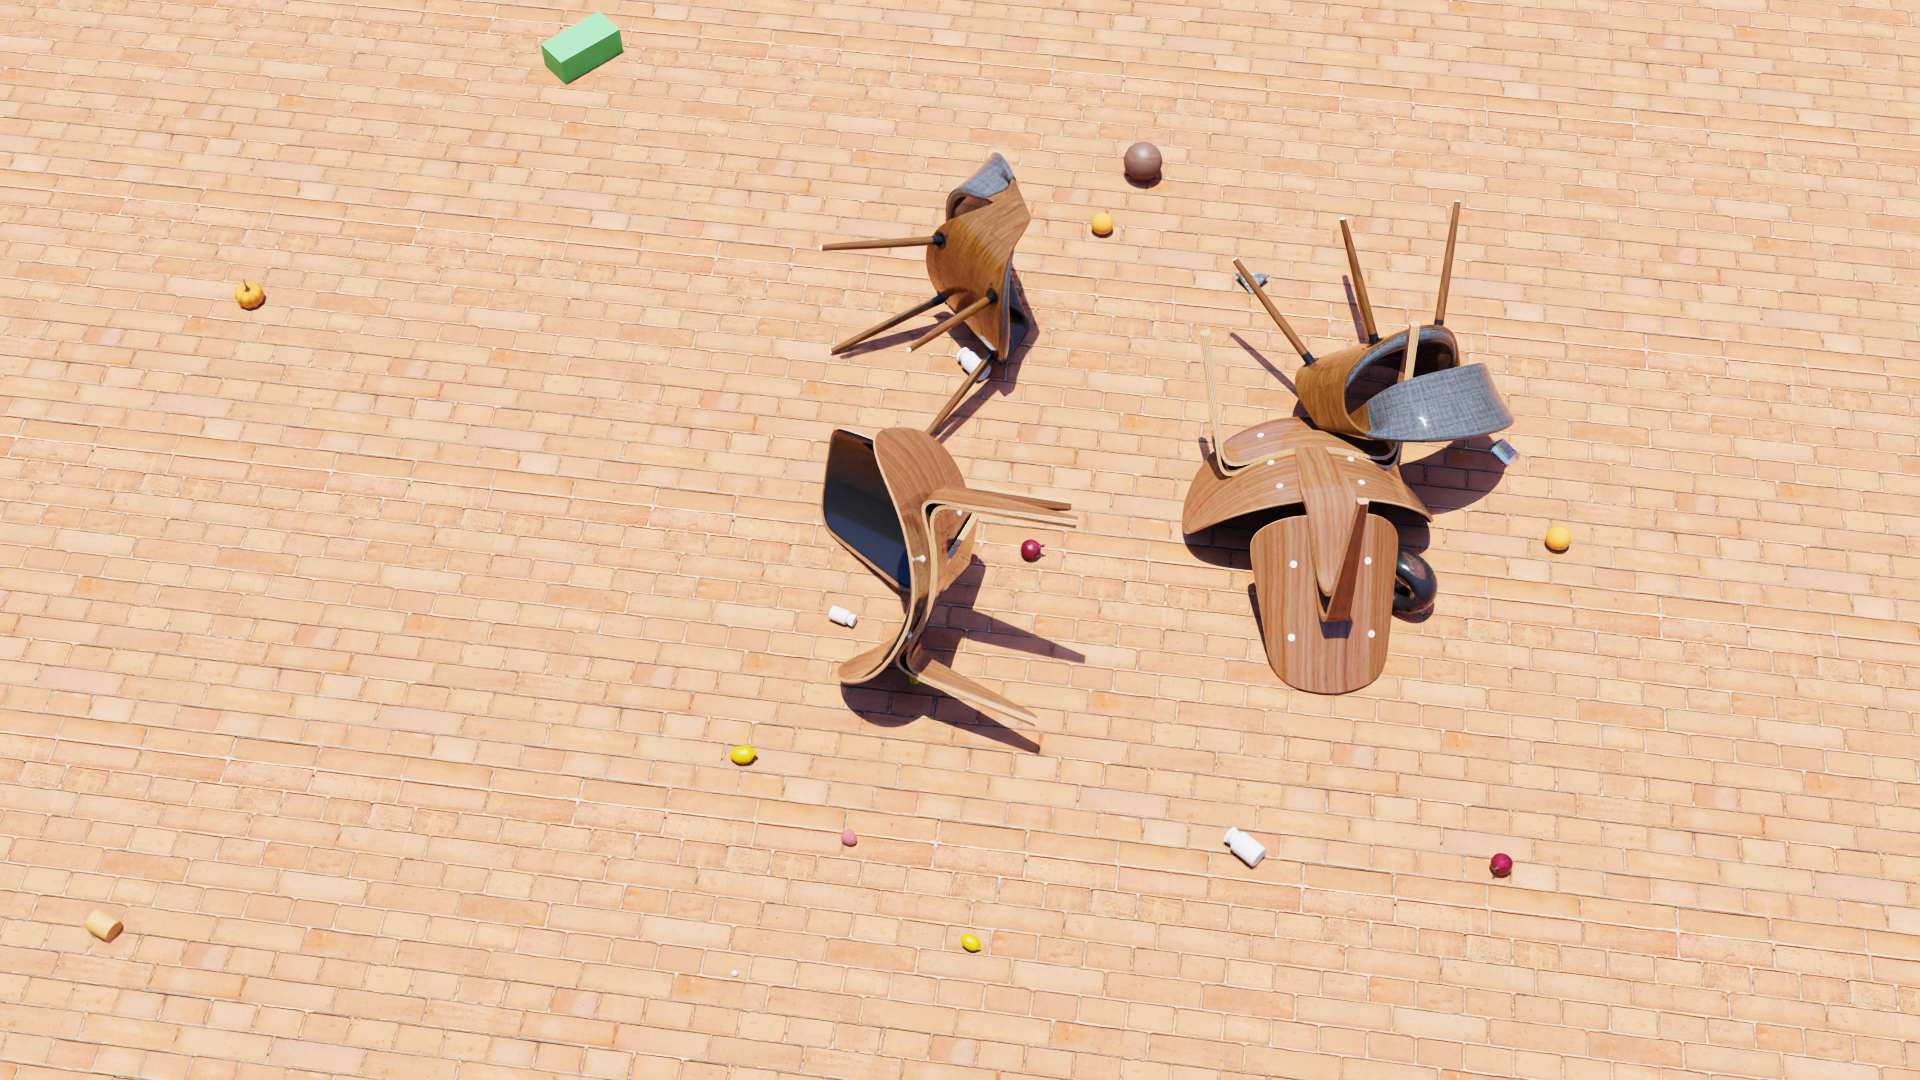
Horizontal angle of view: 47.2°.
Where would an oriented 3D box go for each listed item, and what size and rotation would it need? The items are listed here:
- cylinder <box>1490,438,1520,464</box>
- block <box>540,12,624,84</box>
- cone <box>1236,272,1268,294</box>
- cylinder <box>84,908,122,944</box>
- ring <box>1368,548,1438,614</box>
[{"bbox_3d":[1.670,-0.271,6.735,0.058,0.034,0.073,-30,59,-20],"label":"cylinder"},{"bbox_3d":[-1.316,-1.716,7.664,0.249,0.102,0.121,-36,63,-21],"label":"block"},{"bbox_3d":[0.944,-0.823,7.110,0.108,0.059,0.069,3,79,1],"label":"cone"},{"bbox_3d":[-2.282,1.026,5.857,0.075,0.047,0.061,39,75,4],"label":"cylinder"},{"bbox_3d":[1.288,0.118,6.392,0.212,0.183,0.105,42,48,11],"label":"ring"}]
